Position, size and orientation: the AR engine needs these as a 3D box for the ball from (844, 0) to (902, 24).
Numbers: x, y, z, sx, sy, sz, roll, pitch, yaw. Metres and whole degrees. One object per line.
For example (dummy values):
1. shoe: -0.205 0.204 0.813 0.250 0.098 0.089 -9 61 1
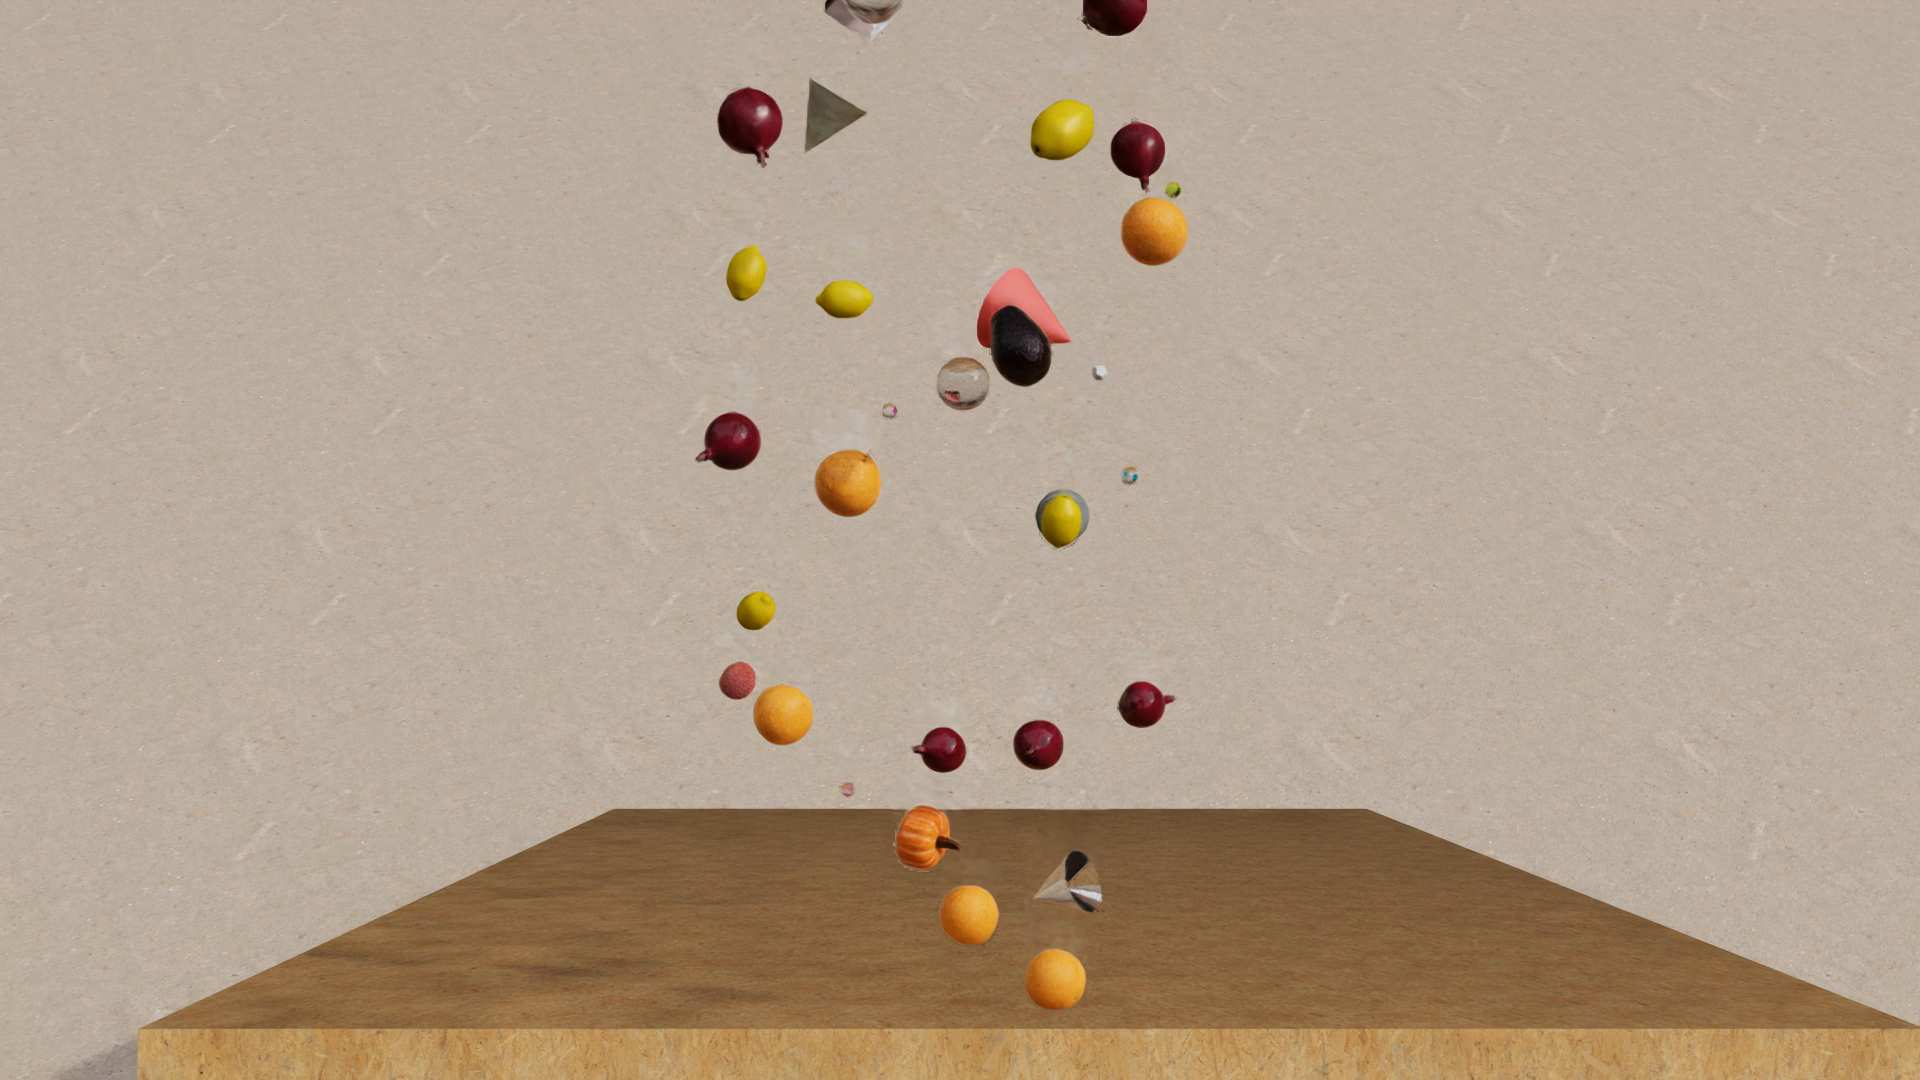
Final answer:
1. ball: -0.084 -0.531 2.532 0.058 0.058 0.058 0 37 0

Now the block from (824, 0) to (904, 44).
1. block: -0.093 -0.546 2.600 0.056 0.056 0.056 36 63 6

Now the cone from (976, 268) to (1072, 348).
1. cone: 0.087 -0.242 2.929 0.098 0.098 0.098 29 45 25

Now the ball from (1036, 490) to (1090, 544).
1. ball: 0.114 -0.026 2.881 0.060 0.060 0.060 0 37 0

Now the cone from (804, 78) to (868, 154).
1. cone: -0.131 -0.394 2.467 0.064 0.064 0.064 31 9 -5

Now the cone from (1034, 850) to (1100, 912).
1. cone: 0.123 0.439 3.268 0.078 0.078 0.078 -23 26 30

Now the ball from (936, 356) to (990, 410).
1. ball: 0.003 -0.163 2.706 0.056 0.056 0.056 0 37 0

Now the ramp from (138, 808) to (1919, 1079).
1. ramp: 0.080 0.680 4.906 2.000 0.100 4.000 0 -2 0
